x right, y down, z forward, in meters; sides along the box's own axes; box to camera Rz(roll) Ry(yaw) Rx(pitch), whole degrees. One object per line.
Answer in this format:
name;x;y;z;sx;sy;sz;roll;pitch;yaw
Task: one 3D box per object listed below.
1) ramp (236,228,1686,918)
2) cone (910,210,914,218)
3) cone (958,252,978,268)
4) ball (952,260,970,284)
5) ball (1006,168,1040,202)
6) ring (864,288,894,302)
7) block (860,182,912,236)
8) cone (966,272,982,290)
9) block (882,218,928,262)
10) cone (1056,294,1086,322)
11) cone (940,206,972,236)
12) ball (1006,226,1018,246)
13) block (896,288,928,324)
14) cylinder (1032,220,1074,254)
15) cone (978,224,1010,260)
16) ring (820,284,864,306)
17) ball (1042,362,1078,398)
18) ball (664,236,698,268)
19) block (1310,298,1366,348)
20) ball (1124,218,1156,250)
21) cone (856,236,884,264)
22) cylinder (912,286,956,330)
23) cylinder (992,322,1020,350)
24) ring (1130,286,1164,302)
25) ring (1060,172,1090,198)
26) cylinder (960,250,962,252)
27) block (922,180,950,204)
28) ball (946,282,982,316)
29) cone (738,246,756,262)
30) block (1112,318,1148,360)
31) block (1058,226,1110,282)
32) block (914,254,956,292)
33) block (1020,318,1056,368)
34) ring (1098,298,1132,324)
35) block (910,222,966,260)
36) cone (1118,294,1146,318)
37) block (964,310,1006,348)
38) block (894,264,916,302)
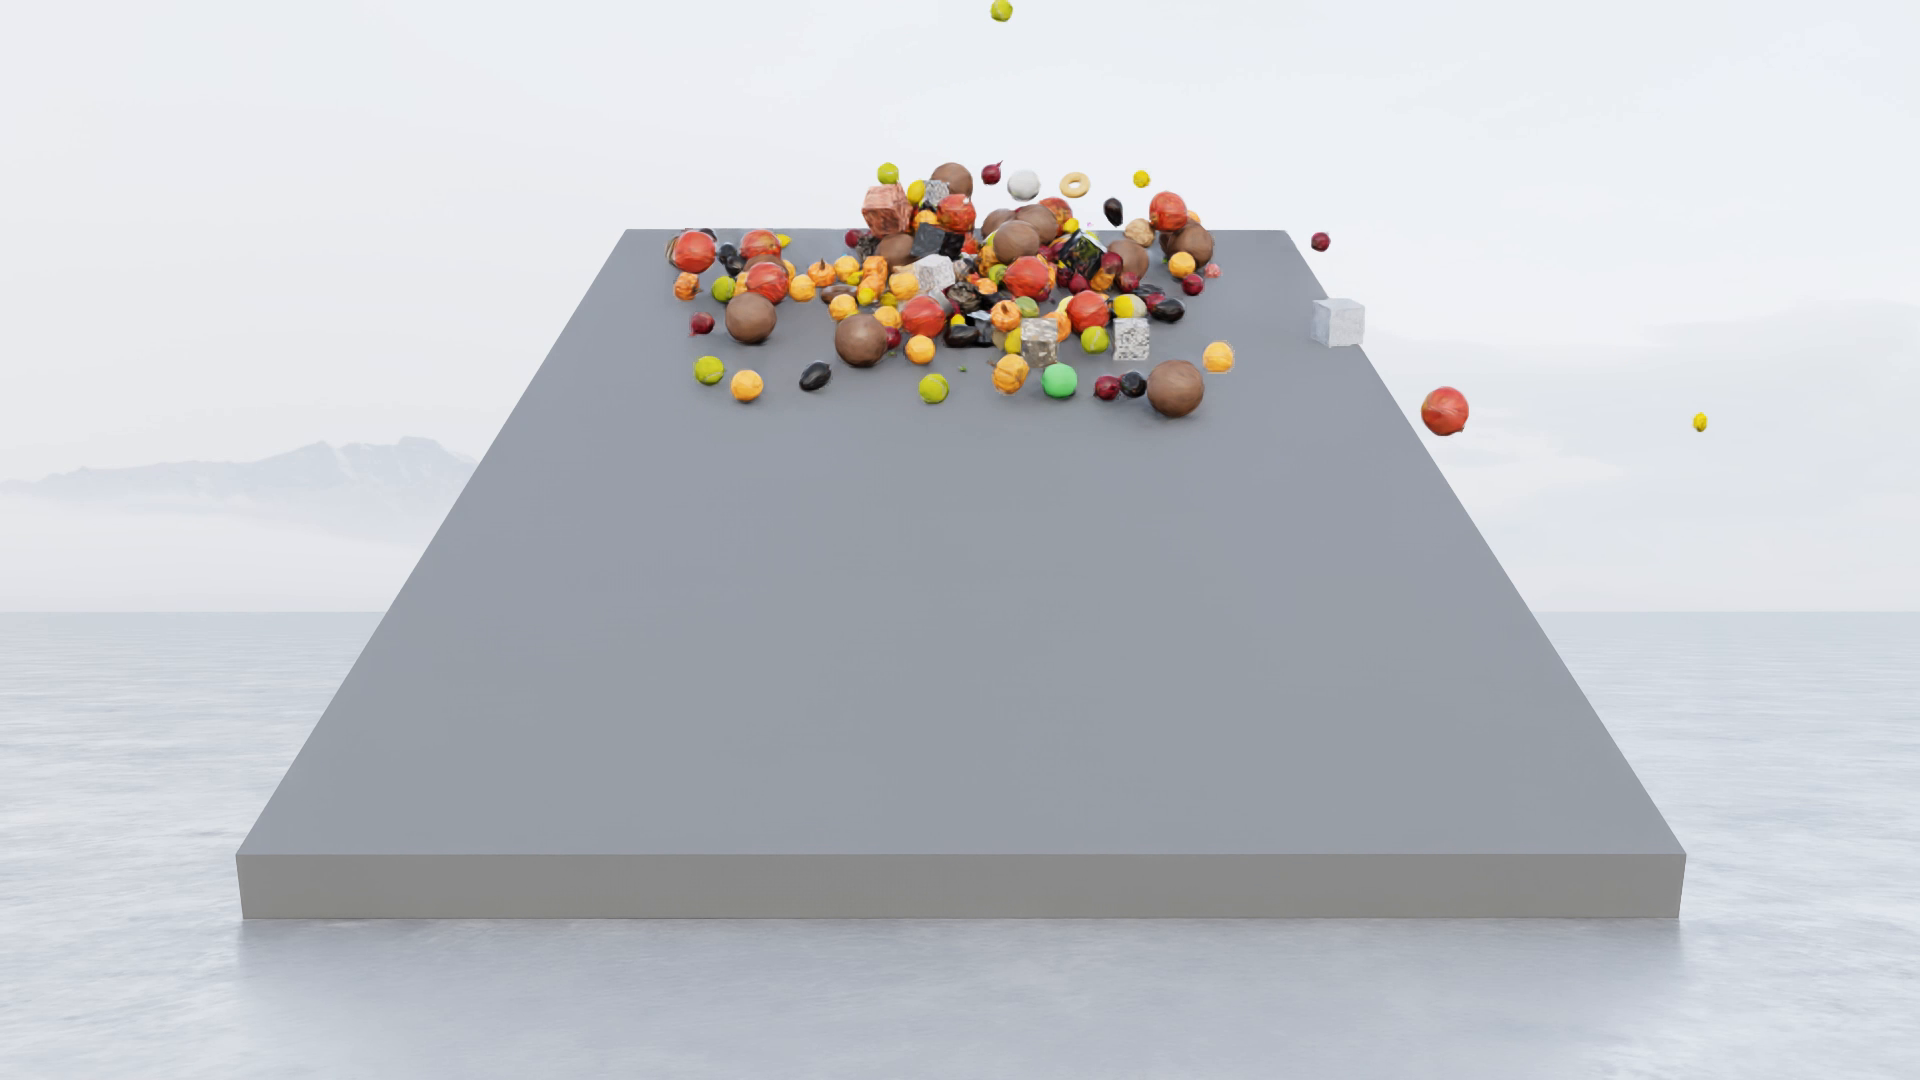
ramp;-0.005;-0.208;5.020;2.000;0.100;4.000;0;20;0
cone;-0.172;-0.903;6.606;0.096;0.096;0.096;-11;-6;-1
cone;0.027;-0.779;6.275;0.059;0.059;0.059;-25;9;-23
ball;-0.007;-0.700;5.943;0.066;0.066;0.066;0;-2;0
ball;0.177;-0.985;6.299;0.093;0.093;0.093;0;-2;0
ring;-0.216;-0.655;6.056;0.083;0.028;0.083;-1;20;0
block;-0.201;-0.908;6.233;0.096;0.096;0.096;-3;-40;24
cone;0.040;-0.708;6.131;0.052;0.052;0.052;-1;43;22
block;-0.156;-0.865;6.515;0.099;0.099;0.099;8;25;20
cone;0.292;-0.582;5.845;0.080;0.080;0.080;0;-23;15
cone;-0.037;-0.877;6.409;0.100;0.100;0.100;-35;9;-15
ball;0.142;-0.894;6.663;0.058;0.058;0.058;0;-2;0
block;-0.116;-0.602;5.837;0.071;0.071;0.071;-10;27;-22
cylinder;0.270;-0.880;6.585;0.087;0.087;0.087;1;15;-41
cone;0.111;-0.855;6.393;0.094;0.094;0.094;18;-14;5
ring;-0.314;-0.649;6.022;0.115;0.038;0.115;1;21;0
ball;0.226;-0.363;5.181;0.082;0.082;0.082;0;-2;0
ball;-0.785;-0.812;6.387;0.091;0.091;0.091;0;-2;0
block;0.942;-0.543;5.653;0.096;0.096;0.096;-7;21;-18
ball;0.499;-0.851;6.308;0.087;0.087;0.087;0;-2;0
cone;-0.274;-0.819;6.485;0.086;0.086;0.086;1;-9;-25
cylinder;-0.067;-0.587;5.747;0.079;0.079;0.079;-37;-3;1
cylinder;0.120;-0.505;5.599;0.060;0.060;0.060;-16;8;-36
ring;0.501;-0.658;6.060;0.094;0.031;0.094;-1;21;0
ring;0.320;-0.990;6.324;0.089;0.089;0.030;0;-32;12
cylinder;-0.022;-0.851;6.526;0.052;0.052;0.052;9;-1;7
block;-0.069;-0.976;6.359;0.055;0.055;0.055;-12;24;-42
ball;0.010;-0.626;5.886;0.089;0.089;0.089;0;-2;0
cone;-0.596;-0.828;6.465;0.055;0.055;0.055;-1;34;18
block;0.416;-0.490;5.527;0.083;0.083;0.083;1;20;1
block;0.330;-0.764;6.071;0.092;0.092;0.092;35;15;-17
block;-0.066;-0.687;5.834;0.070;0.070;0.070;17;37;41
block;0.188;-0.472;5.431;0.086;0.086;0.086;1;-45;1
ring;0.394;-0.580;5.765;0.087;0.029;0.087;16;-27;8
block;-0.059;-0.786;6.042;0.091;0.091;0.091;26;14;32
cone;0.425;-0.573;5.820;0.083;0.083;0.083;19;-38;16
block;0.062;-0.524;5.634;0.072;0.072;0.072;-19;27;-40
block;-0.118;-0.672;6.003;0.092;0.092;0.092;-7;23;-19
